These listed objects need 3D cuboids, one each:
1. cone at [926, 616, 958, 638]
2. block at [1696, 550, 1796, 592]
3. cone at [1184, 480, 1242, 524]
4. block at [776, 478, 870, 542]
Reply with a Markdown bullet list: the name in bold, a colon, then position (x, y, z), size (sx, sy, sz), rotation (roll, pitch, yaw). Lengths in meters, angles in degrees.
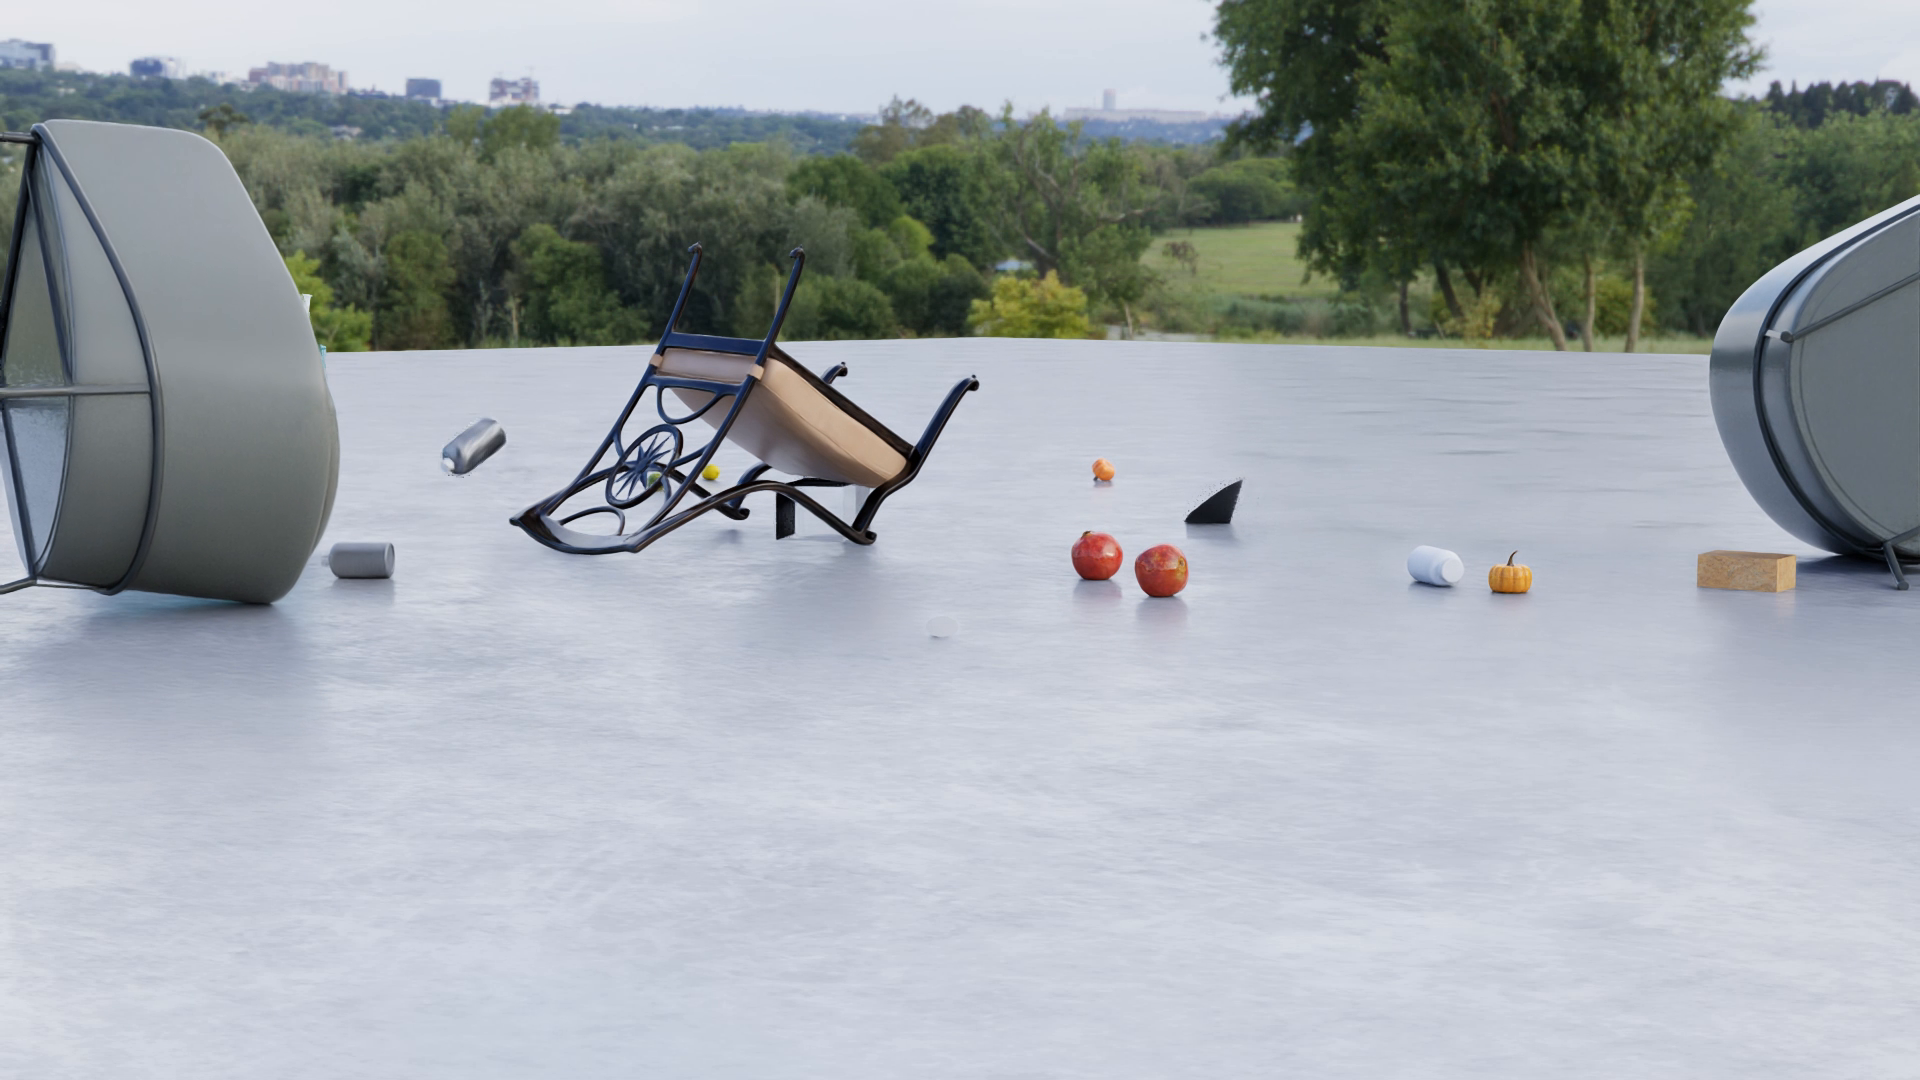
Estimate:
- **cone**: position (-0.038, 0.165, 4.717), size (0.061, 0.039, 0.049), rotation (-3, -15, -14)
- **block**: position (1.669, 0.065, 5.443), size (0.170, 0.069, 0.119), rotation (4, 7, 36)
- **cone**: position (0.698, -0.074, 6.845), size (0.190, 0.074, 0.194), rotation (-35, -10, 5)
- **block**: position (-0.345, -0.079, 6.513), size (0.174, 0.136, 0.262), rotation (1, 6, 13)
